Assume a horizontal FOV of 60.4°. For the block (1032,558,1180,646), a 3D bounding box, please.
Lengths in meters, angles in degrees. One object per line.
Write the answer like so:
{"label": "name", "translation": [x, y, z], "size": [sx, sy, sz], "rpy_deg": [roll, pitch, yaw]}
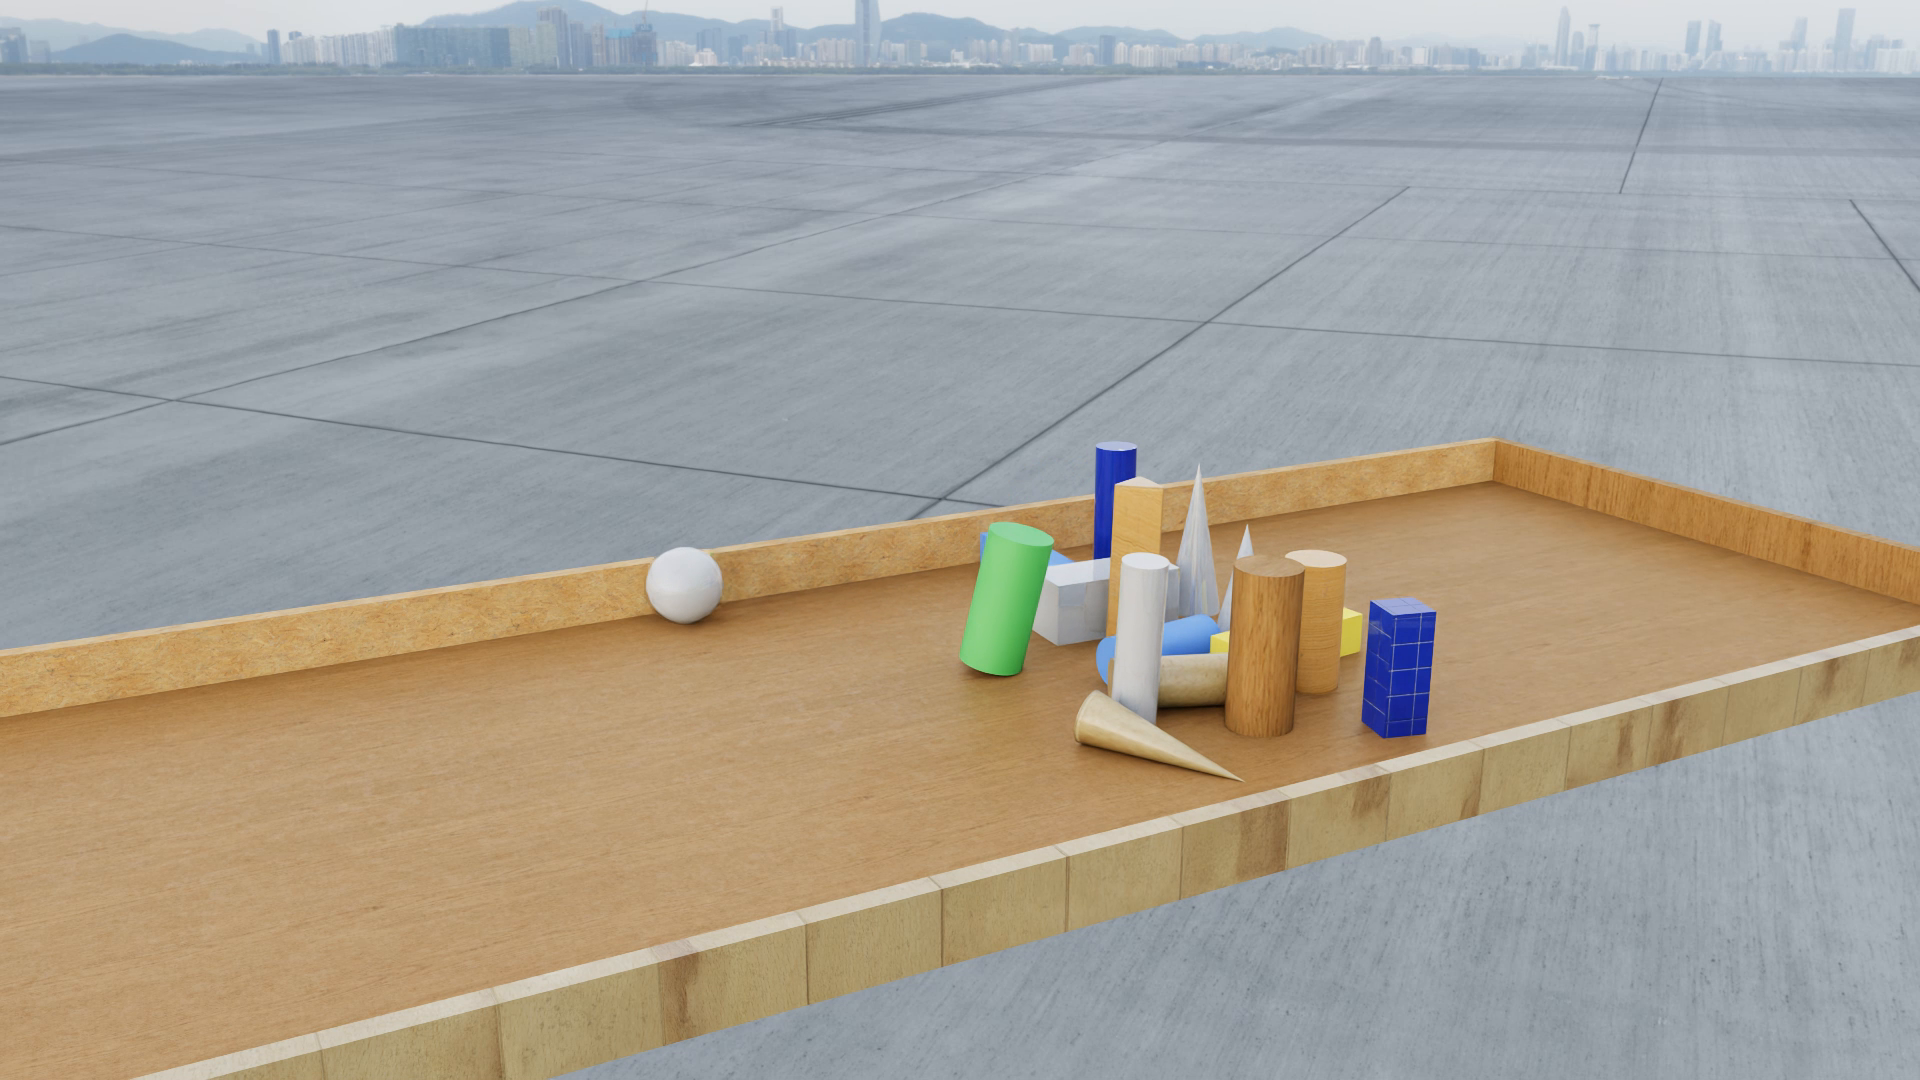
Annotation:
{"label": "block", "translation": [0.395, 0.158, 4.520], "size": [0.378, 0.167, 0.167], "rpy_deg": [-8, 18, -24]}

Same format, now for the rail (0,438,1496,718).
{"label": "rail", "translation": [-3.305, 0.497, 3.399], "size": [12.000, 0.150, 0.050], "rpy_deg": [-9, 18, -27]}

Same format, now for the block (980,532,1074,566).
{"label": "block", "translation": [0.200, 0.080, 4.875], "size": [0.117, 0.117, 0.403], "rpy_deg": [-7, 18, -24]}

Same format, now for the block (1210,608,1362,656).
{"label": "block", "translation": [0.845, 0.268, 4.260], "size": [0.443, 0.103, 0.103], "rpy_deg": [-11, 20, -33]}

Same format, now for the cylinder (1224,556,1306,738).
{"label": "cylinder", "translation": [0.704, 0.246, 3.820], "size": [0.160, 0.391, 0.160], "rpy_deg": [1, 17, 0]}

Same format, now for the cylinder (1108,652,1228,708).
{"label": "cylinder", "translation": [0.560, 0.339, 3.980], "size": [0.391, 0.126, 0.126], "rpy_deg": [-2, 17, -7]}

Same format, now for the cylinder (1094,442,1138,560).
{"label": "cylinder", "translation": [0.455, -0.073, 4.860], "size": [0.120, 0.419, 0.120], "rpy_deg": [0, 16, 0]}

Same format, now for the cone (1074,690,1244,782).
{"label": "cone", "translation": [0.457, 0.464, 3.664], "size": [0.401, 0.128, 0.128], "rpy_deg": [21, 25, 29]}

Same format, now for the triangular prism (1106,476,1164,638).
{"label": "triangular prism", "translation": [0.464, 0.058, 4.373], "size": [0.126, 0.440, 0.109], "rpy_deg": [4, 16, 6]}

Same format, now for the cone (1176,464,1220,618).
{"label": "cone", "translation": [0.663, -0.010, 4.627], "size": [0.153, 0.430, 0.153], "rpy_deg": [0, 16, 0]}

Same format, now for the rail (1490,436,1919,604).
{"label": "rail", "translation": [2.466, -0.048, 5.253], "size": [0.050, 0.150, 2.100], "rpy_deg": [-9, 18, -27]}

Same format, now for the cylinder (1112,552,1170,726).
{"label": "cylinder", "translation": [0.412, 0.240, 3.796], "size": [0.108, 0.411, 0.108], "rpy_deg": [2, 20, -1]}

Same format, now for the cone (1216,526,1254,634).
{"label": "cone", "translation": [0.747, 0.122, 4.334], "size": [0.166, 0.342, 0.166], "rpy_deg": [0, 16, 0]}

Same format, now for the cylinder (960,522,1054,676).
{"label": "cylinder", "translation": [0.116, 0.148, 4.178], "size": [0.166, 0.352, 0.166], "rpy_deg": [12, 17, -4]}

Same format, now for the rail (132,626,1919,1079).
{"label": "rail", "translation": [-2.336, 1.006, 1.665], "size": [12.000, 0.150, 0.050], "rpy_deg": [-9, 18, -27]}

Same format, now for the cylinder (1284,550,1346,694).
{"label": "cylinder", "translation": [0.871, 0.203, 4.082], "size": [0.148, 0.329, 0.148], "rpy_deg": [0, 16, 0]}

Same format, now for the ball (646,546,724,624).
{"label": "ball", "translation": [-0.760, 0.124, 4.558], "size": [0.211, 0.211, 0.211], "rpy_deg": [0, 16, 0]}

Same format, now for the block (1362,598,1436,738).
{"label": "block", "translation": [1.015, 0.295, 3.819], "size": [0.108, 0.300, 0.108], "rpy_deg": [-4, 17, -13]}

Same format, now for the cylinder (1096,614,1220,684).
{"label": "cylinder", "translation": [0.505, 0.281, 4.167], "size": [0.309, 0.132, 0.132], "rpy_deg": [-11, 20, -33]}
